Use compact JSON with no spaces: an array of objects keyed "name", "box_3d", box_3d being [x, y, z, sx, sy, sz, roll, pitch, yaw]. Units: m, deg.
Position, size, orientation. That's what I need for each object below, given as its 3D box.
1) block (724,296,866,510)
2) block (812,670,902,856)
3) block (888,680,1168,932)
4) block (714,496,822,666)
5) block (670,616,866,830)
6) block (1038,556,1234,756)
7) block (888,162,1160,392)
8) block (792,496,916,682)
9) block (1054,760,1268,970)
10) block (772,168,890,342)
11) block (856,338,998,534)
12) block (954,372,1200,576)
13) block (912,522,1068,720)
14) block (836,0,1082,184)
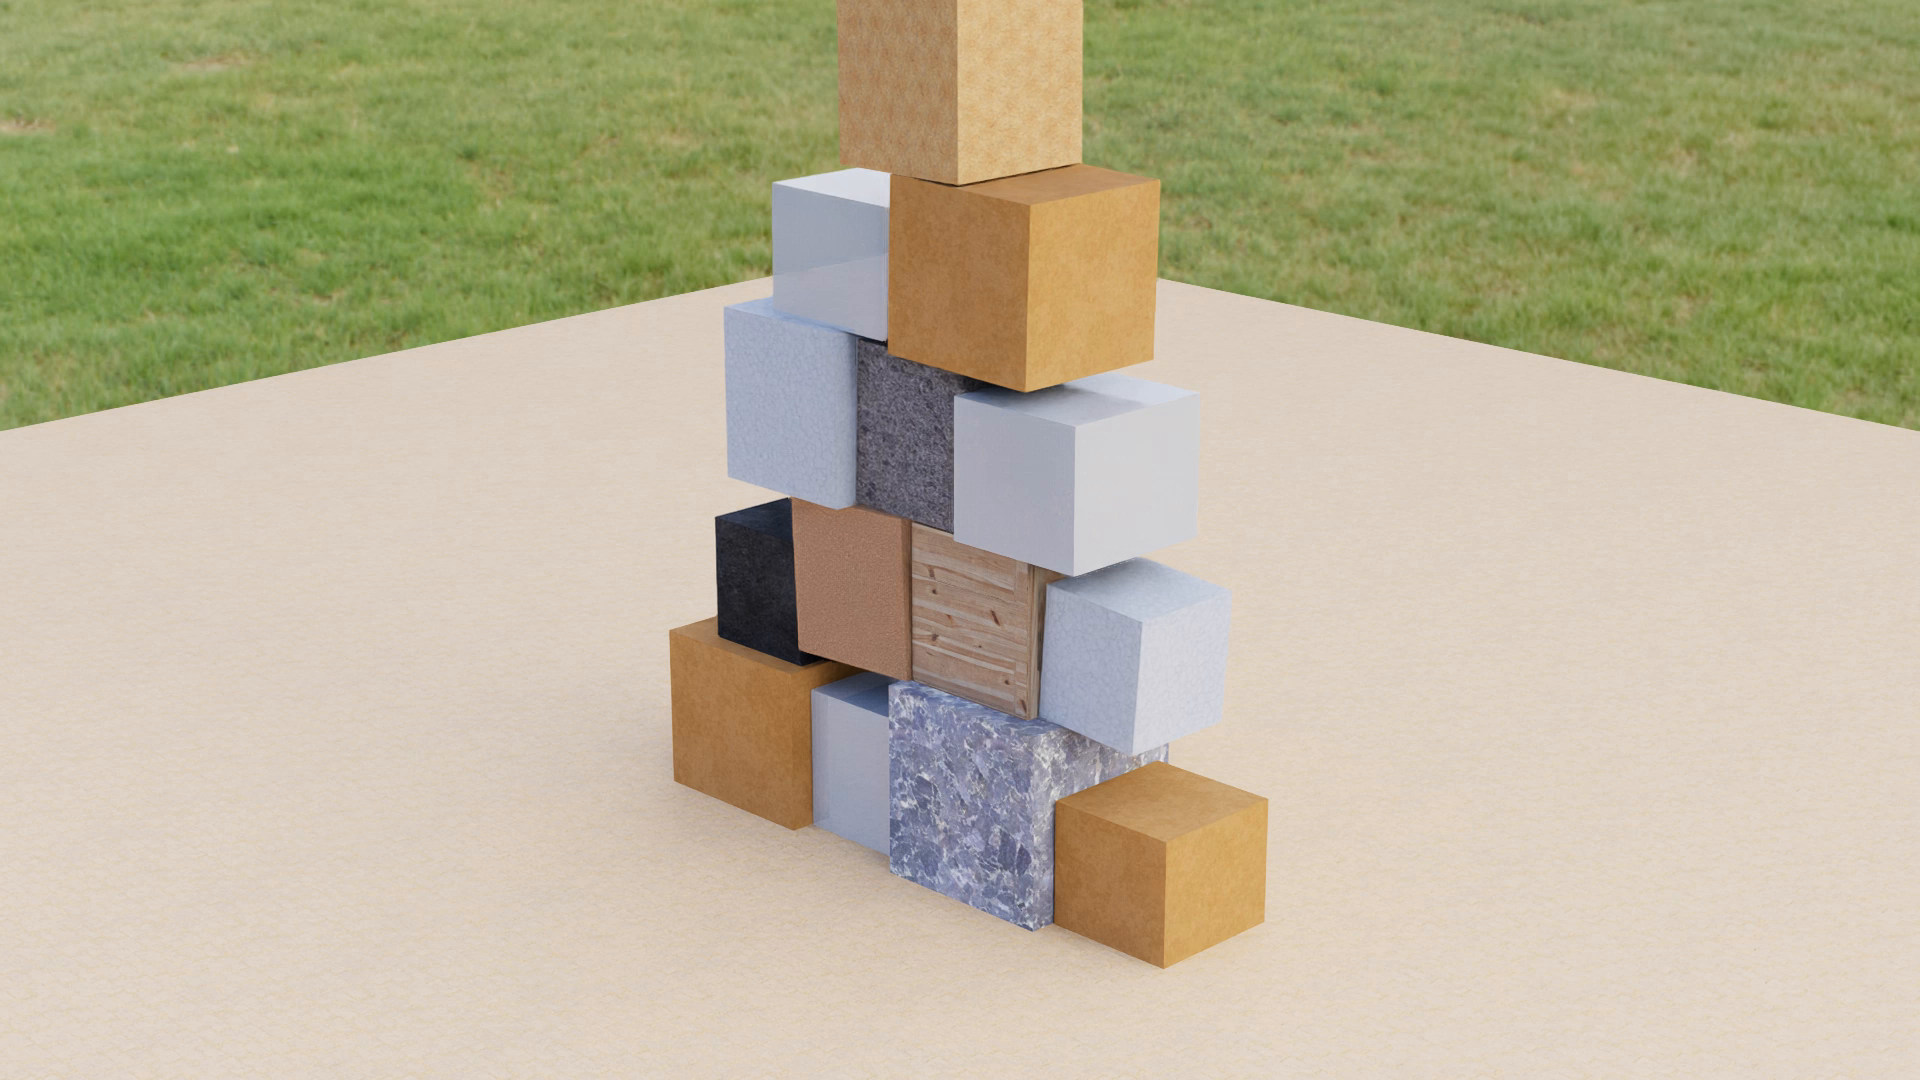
[{"name":"block","box_3d":[-0.507,-0.700,13.675,0.891,0.818,0.757,-17,24,-42]},{"name":"block","box_3d":[-0.242,1.033,13.909,0.645,0.688,0.655,-17,24,-42]},{"name":"block","box_3d":[0.312,1.094,13.337,0.884,0.915,0.907,-17,24,-42]},{"name":"block","box_3d":[-0.737,0.173,14.143,0.641,0.607,0.593,-17,24,-42]},{"name":"block","box_3d":[-0.795,0.818,14.421,0.878,0.791,0.889,-17,24,-42]},{"name":"block","box_3d":[0.760,0.493,12.729,0.585,0.617,0.551,-17,28,-42]},{"name":"block","box_3d":[0.272,-1.178,12.689,0.808,0.796,0.834,-17,26,-42]},{"name":"block","box_3d":[-0.244,0.133,13.658,0.754,0.760,0.731,-17,21,-42]},{"name":"block","box_3d":[0.881,1.413,12.870,0.674,0.587,0.642,-17,24,-42]},{"name":"block","box_3d":[-0.313,-1.317,13.270,0.760,0.600,0.752,-17,25,-42]},{"name":"block","box_3d":[-0.003,-0.525,13.166,0.637,0.756,0.664,-17,25,-42]},{"name":"block","box_3d":[0.505,-0.316,12.704,0.792,0.652,0.711,-17,24,-42]},{"name":"block","box_3d":[0.273,0.284,13.137,0.668,0.752,0.713,-17,24,-42]},{"name":"block","box_3d":[0.002,-2.028,12.691,0.732,0.800,0.764,16,24,43]}]
